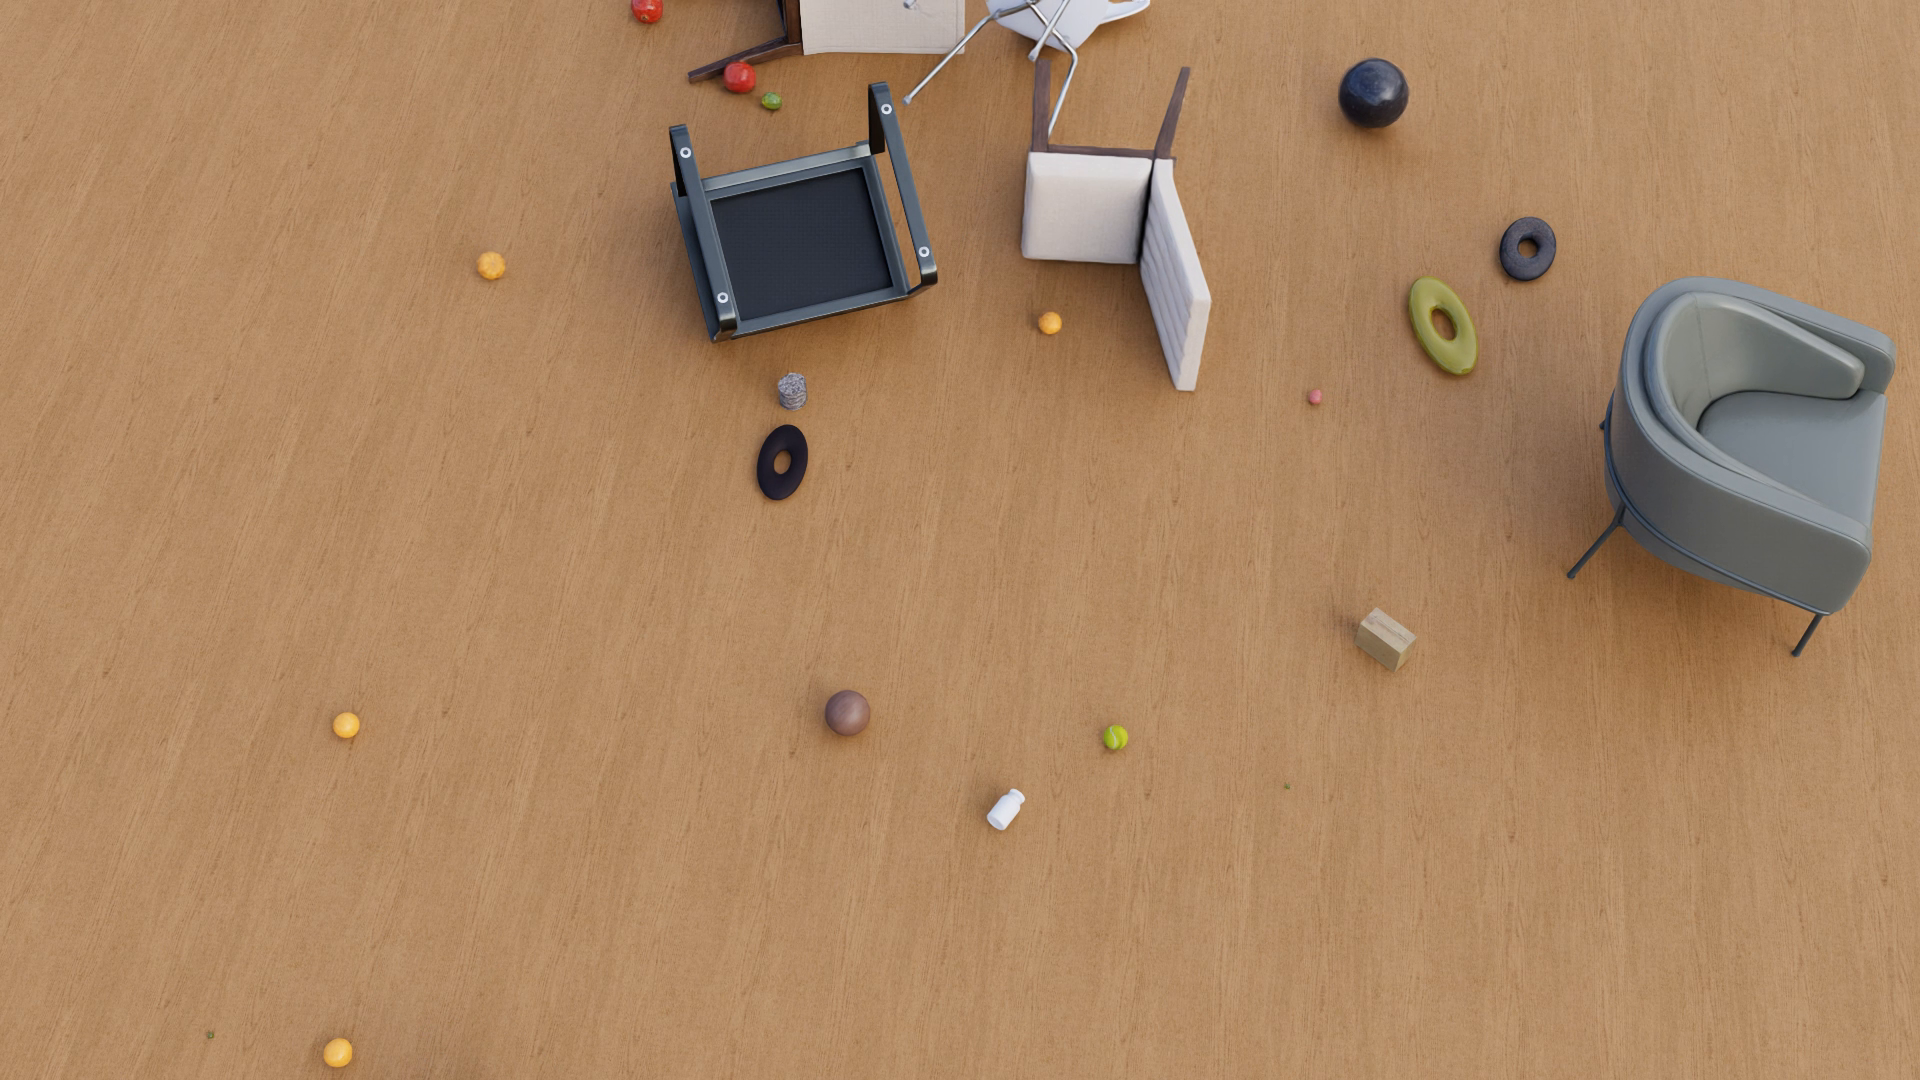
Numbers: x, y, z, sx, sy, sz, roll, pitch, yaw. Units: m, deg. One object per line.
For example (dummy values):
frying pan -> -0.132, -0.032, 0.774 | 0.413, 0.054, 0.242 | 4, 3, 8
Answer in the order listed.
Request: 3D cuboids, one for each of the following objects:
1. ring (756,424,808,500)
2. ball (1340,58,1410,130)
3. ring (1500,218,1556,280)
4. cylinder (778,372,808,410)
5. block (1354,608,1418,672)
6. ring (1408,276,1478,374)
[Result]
ring -> -0.541, -0.238, 6.710 | 0.152, 0.040, 0.285 | 6, 56, 3
ball -> 1.403, -1.511, 7.447 | 0.235, 0.235, 0.235 | 0, 56, 0
ring -> 1.855, -0.952, 7.182 | 0.181, 0.052, 0.276 | 16, 58, 10
cylinder -> -0.519, -0.461, 6.834 | 0.090, 0.082, 0.080 | -38, 64, -22
block -> 1.222, 0.287, 6.315 | 0.145, 0.109, 0.076 | 38, 64, 23
ring -> 1.538, -0.686, 7.003 | 0.193, 0.053, 0.412 | -9, 56, -6
